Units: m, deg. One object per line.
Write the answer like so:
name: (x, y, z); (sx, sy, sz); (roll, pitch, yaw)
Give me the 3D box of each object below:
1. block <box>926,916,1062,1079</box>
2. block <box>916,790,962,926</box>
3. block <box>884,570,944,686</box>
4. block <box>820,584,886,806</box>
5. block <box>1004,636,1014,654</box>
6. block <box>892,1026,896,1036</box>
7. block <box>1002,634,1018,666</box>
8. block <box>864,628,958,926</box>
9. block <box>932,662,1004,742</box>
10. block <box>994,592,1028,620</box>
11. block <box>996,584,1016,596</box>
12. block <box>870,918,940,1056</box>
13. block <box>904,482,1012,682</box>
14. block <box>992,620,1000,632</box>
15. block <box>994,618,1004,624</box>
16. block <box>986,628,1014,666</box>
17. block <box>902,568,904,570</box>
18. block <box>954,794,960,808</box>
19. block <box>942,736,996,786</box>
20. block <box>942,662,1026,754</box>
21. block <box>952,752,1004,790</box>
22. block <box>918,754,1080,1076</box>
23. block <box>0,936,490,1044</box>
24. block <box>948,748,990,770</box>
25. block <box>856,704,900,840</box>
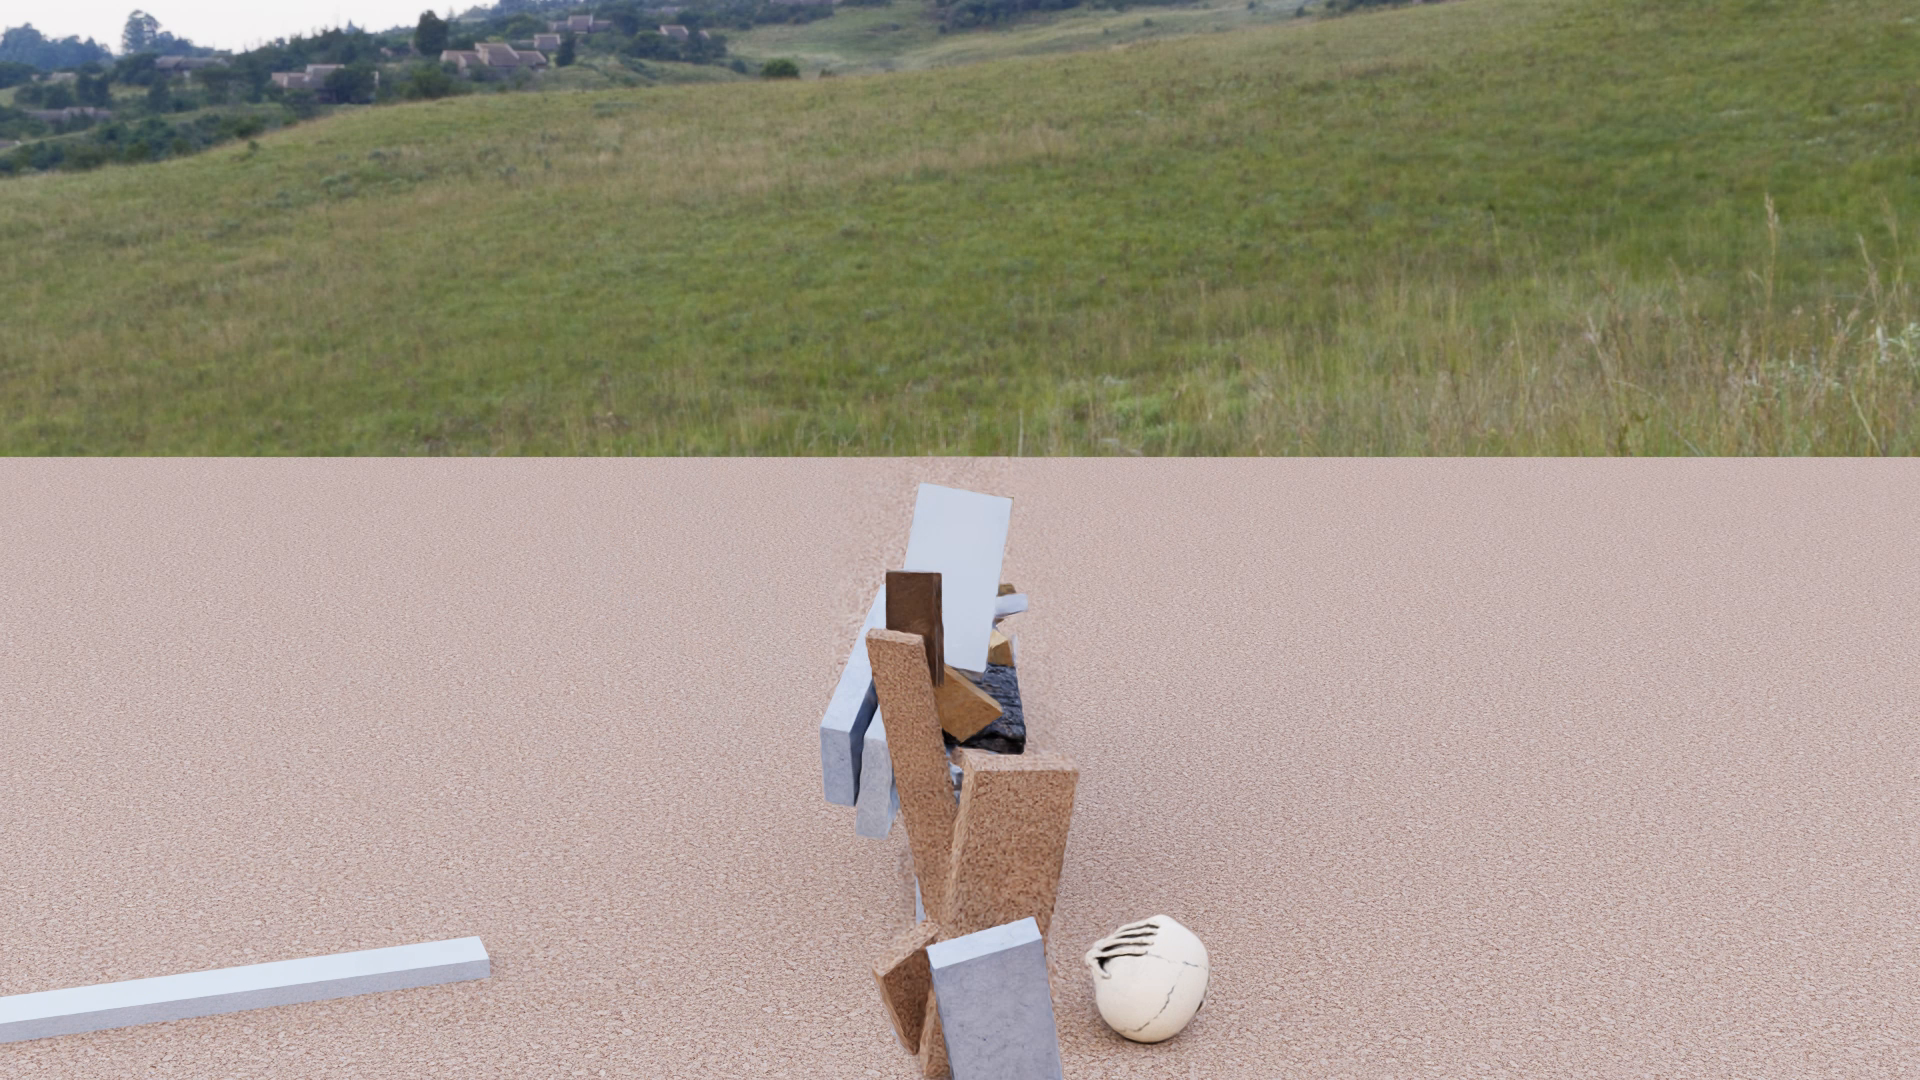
block: (0.046, 0.605, 2.791); (0.139, 0.277, 0.039); (-14, 38, -7)
block: (0.004, 0.503, 3.363); (0.141, 0.283, 0.040); (0, 11, -1)
block: (-0.062, 0.120, 2.993); (0.077, 0.154, 0.022); (1, 4, 30)
block: (-0.154, 0.258, 3.701); (0.050, 0.176, 0.353); (9, 42, 12)
block: (0.019, 0.212, 3.740); (0.119, 0.034, 0.238); (0, 14, 7)
block: (-0.012, 0.669, 3.165); (0.102, 0.029, 0.204); (4, 11, 21)
block: (0.035, 0.231, 3.835); (0.119, 0.034, 0.238); (1, 24, 4)
block: (-0.041, 0.390, 3.115); (0.077, 0.648, 0.022); (8, 39, 24)
block: (-0.013, 0.232, 3.155); (0.154, 0.077, 0.022); (39, 22, -44)
block: (0.035, 0.126, 3.901); (0.103, 0.029, 0.354); (-7, -4, -10)
block: (0.036, 0.137, 4.691); (0.116, 0.033, 0.232); (-26, -5, 16)
block: (-0.054, 0.606, 2.976); (0.102, 0.204, 0.029); (-36, 49, -19)
block: (-0.014, 0.060, 3.200); (0.139, 0.277, 0.039); (11, -24, -2)
block: (0.019, 0.180, 3.737); (0.104, 0.029, 0.207); (-3, 14, -5)
block: (0.002, 0.156, 4.511); (0.116, 0.033, 0.232); (-24, -16, 12)
block: (0.018, 0.163, 3.573); (0.029, 0.104, 0.207); (-28, 38, -20)
block: (-0.030, 0.082, 4.386); (0.176, 0.050, 0.578); (-24, -7, -2)
block: (0.016, 0.432, 3.146); (0.075, 0.150, 0.021); (15, 41, 21)
block: (0.010, 0.317, 3.290); (0.075, 0.021, 0.150); (-6, 24, -14)
block: (0.032, 0.251, 3.372); (0.119, 0.034, 0.239); (10, 21, -7)
block: (-0.001, 0.328, 3.421); (0.141, 0.040, 0.283); (0, 11, -2)
block: (0.047, 0.495, 2.877); (0.139, 0.473, 0.039); (1, 25, -16)
block: (-1.133, 0.663, 3.196); (0.874, 0.029, 0.102); (-4, 11, -21)
block: (0.039, 0.325, 3.141); (0.075, 0.021, 0.150); (29, 2, 18)
block: (-0.107, 0.334, 3.664); (0.050, 0.176, 0.353); (8, 22, 7)
